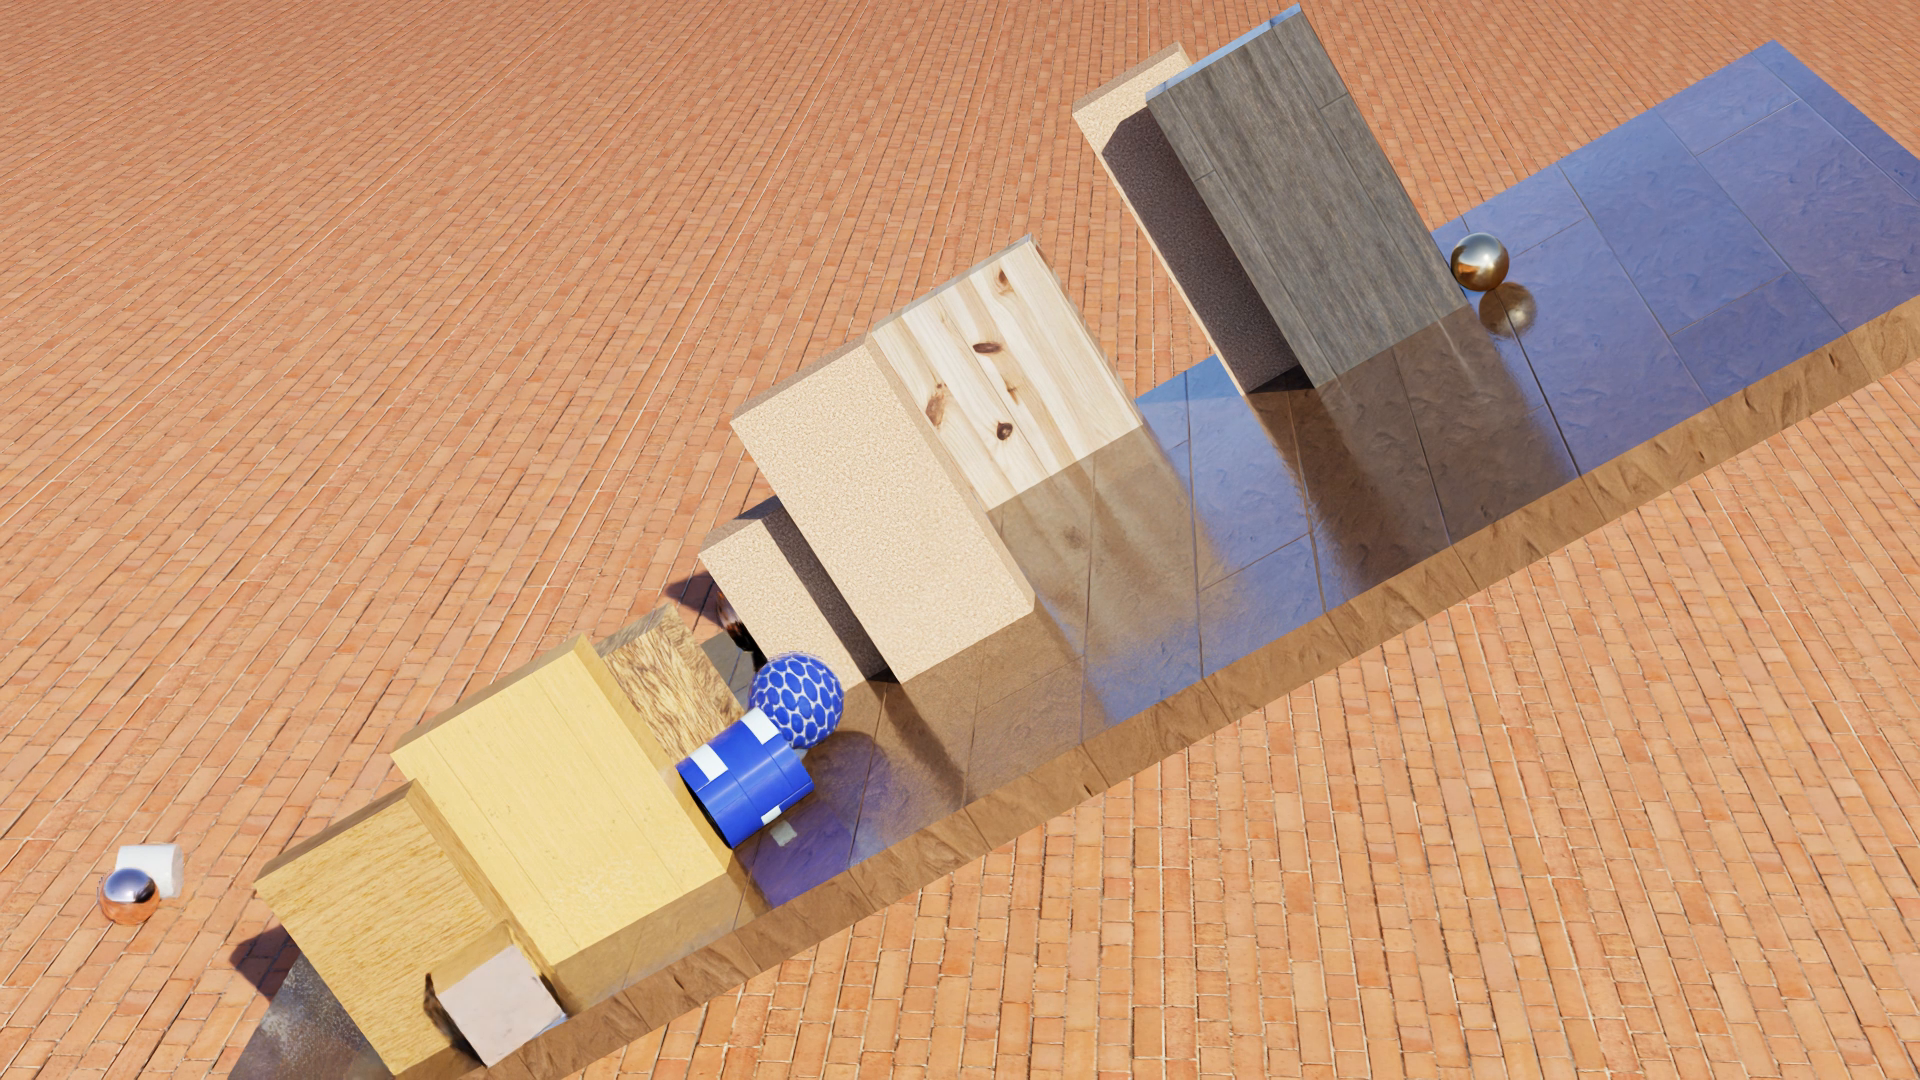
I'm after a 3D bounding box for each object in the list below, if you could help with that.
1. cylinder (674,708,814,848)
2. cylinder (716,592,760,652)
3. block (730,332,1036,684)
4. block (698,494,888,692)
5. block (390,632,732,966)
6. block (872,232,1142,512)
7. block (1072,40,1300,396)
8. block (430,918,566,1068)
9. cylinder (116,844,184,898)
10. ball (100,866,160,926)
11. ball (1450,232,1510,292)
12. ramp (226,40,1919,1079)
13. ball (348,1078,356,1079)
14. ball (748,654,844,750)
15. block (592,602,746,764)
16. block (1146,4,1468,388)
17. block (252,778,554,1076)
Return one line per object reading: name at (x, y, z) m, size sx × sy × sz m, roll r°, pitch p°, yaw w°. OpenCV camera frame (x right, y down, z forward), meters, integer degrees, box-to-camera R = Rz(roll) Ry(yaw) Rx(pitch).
cylinder at (-0.432, 0.476, 5.882) m, size 0.204 × 0.204 × 0.204 m, roll -36°, pitch 29°, yaw -11°
cylinder at (-0.474, 0.163, 7.064) m, size 0.158 × 0.158 × 0.158 m, roll -28°, pitch 13°, yaw 16°
block at (-0.157, -0.064, 6.135) m, size 0.327 × 0.669 × 0.107 m, roll -29°, pitch 15°, yaw 13°
block at (-0.301, 0.101, 6.378) m, size 0.344 × 0.426 × 0.134 m, roll -29°, pitch 15°, yaw 13°
block at (-0.782, 0.519, 5.797) m, size 0.435 × 0.541 × 0.097 m, roll -29°, pitch 15°, yaw 13°
block at (0.113, -0.392, 6.940) m, size 0.435 × 0.514 × 0.085 m, roll -29°, pitch 15°, yaw 13°
block at (0.561, -0.719, 6.603) m, size 0.271 × 0.749 × 0.141 m, roll -29°, pitch 15°, yaw 13°
block at (-0.885, 0.865, 5.619) m, size 0.174 × 0.174 × 0.174 m, roll -34°, pitch 15°, yaw -7°
cylinder at (-2.051, 0.840, 7.450) m, size 0.138 × 0.138 × 0.138 m, roll -1°, pitch 19°, yaw -2°
ball at (-2.066, 0.885, 7.316) m, size 0.145 × 0.145 × 0.145 m, roll 0°, pitch 19°, yaw 0°
ball at (1.113, -0.595, 6.297) m, size 0.126 × 0.126 × 0.126 m, roll 0°, pitch 19°, yaw 0°
ramp at (0.141, 0.169, 6.288) m, size 4.000 × 0.100 × 2.000 m, roll -29°, pitch 15°, yaw 13°
ball at (-1.157, 1.090, 5.588) m, size 0.132 × 0.132 × 0.132 m, roll 0°, pitch 19°, yaw 0°
ball at (-0.344, 0.338, 6.145) m, size 0.202 × 0.202 × 0.202 m, roll 0°, pitch 19°, yaw 0°
block at (-0.610, 0.395, 6.054) m, size 0.292 × 0.434 × 0.137 m, roll -29°, pitch 15°, yaw 13°
block at (0.745, -0.734, 6.311) m, size 0.375 × 0.730 × 0.108 m, roll -29°, pitch 15°, yaw 13°
block at (-1.087, 0.760, 5.762) m, size 0.365 × 0.483 × 0.095 m, roll -29°, pitch 15°, yaw 13°
